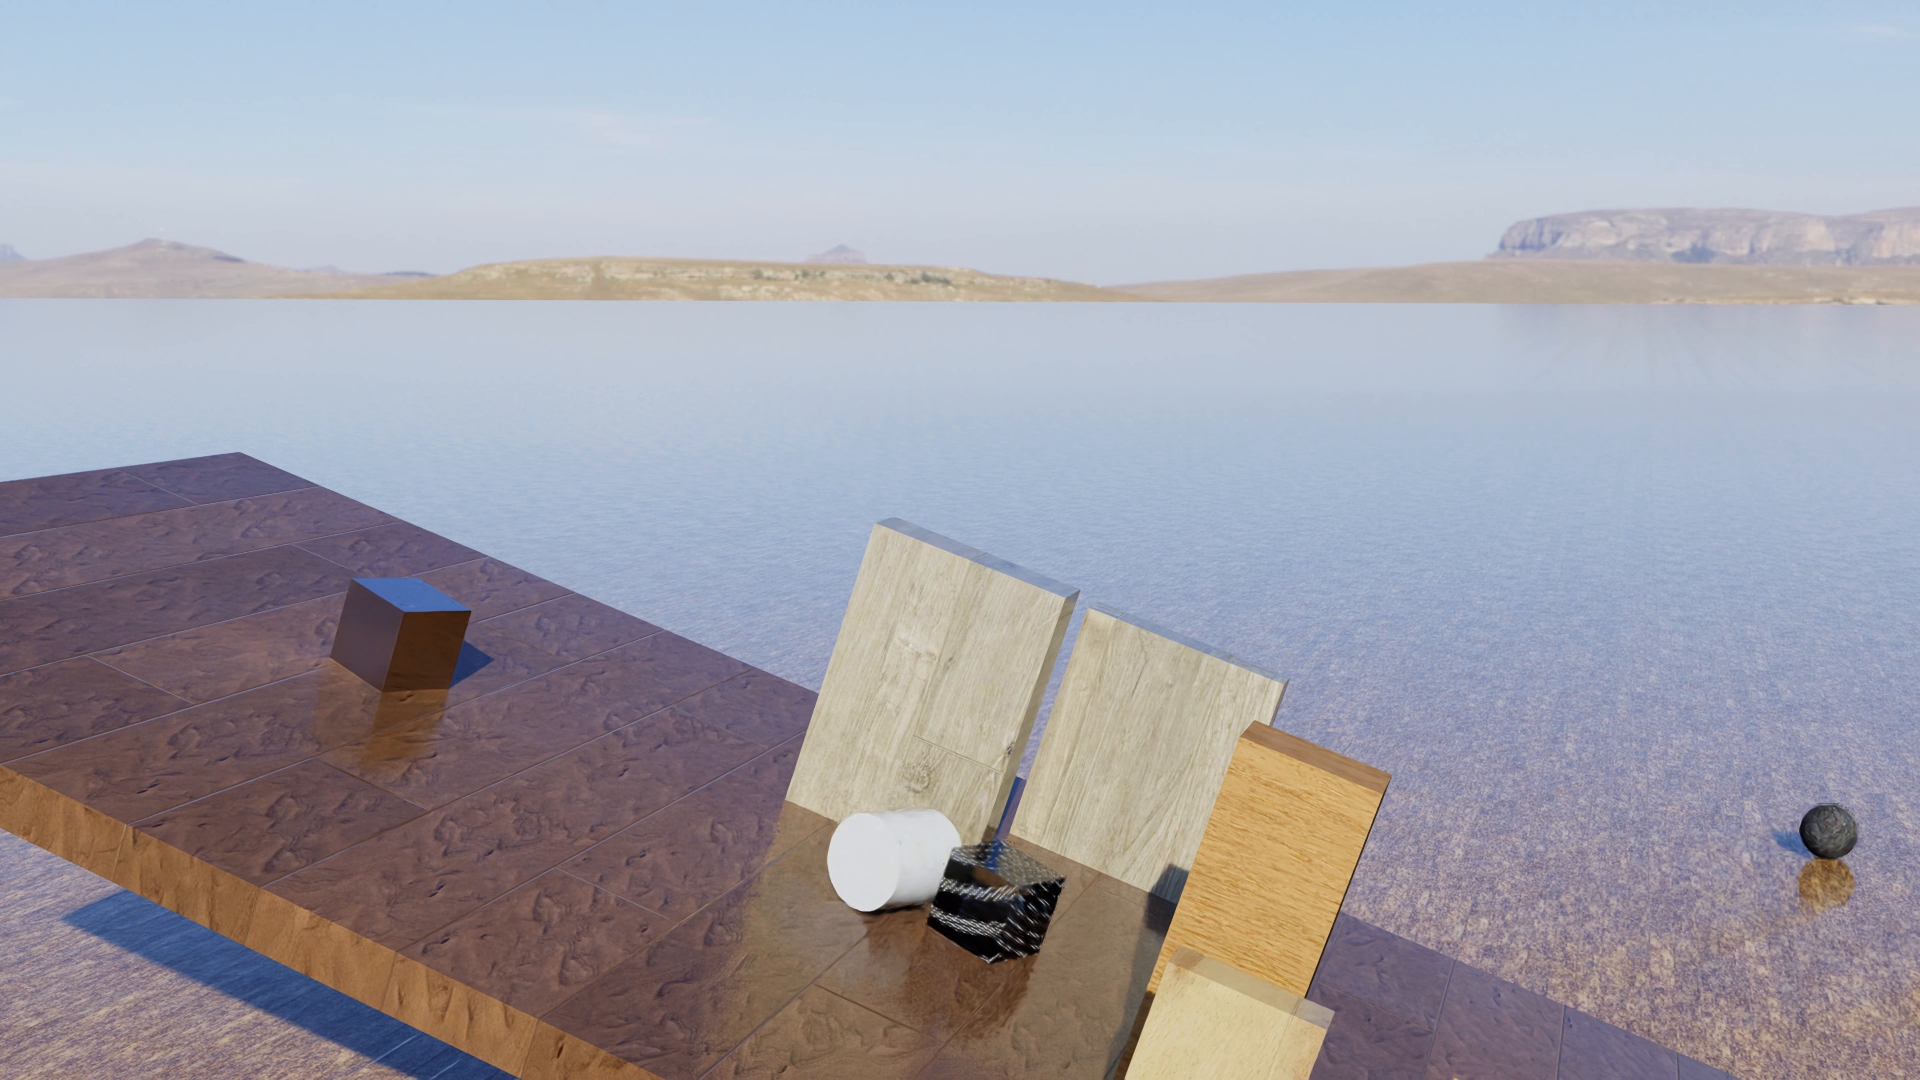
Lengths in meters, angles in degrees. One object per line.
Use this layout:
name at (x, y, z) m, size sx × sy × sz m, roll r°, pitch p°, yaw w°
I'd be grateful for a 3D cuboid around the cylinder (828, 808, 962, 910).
cylinder at (-0.120, 0.595, 4.102) m, size 0.179 × 0.179 × 0.179 m, roll 6°, pitch 1°, yaw 40°

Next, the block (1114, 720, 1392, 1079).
block at (0.476, 0.649, 3.615) m, size 0.240 × 0.648 × 0.141 m, roll 21°, pitch 12°, yaw 14°

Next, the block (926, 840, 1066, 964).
block at (0.067, 0.671, 4.089) m, size 0.158 × 0.158 × 0.158 m, roll 26°, pitch 14°, yaw 33°

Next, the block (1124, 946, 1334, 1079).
block at (0.358, 0.831, 3.214) m, size 0.243 × 0.404 × 0.084 m, roll 21°, pitch 12°, yaw 14°

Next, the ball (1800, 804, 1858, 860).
ball at (2.756, 0.926, 6.976) m, size 0.172 × 0.172 × 0.172 m, roll 0°, pitch 7°, yaw 0°

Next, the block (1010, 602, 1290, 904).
block at (0.398, 0.457, 4.656) m, size 0.438 × 0.525 × 0.091 m, roll 21°, pitch 12°, yaw 14°

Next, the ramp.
ramp at (-0.346, 0.644, 4.219) m, size 4.000 × 0.100 × 2.000 m, roll 21°, pitch 12°, yaw 14°

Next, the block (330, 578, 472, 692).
block at (-1.127, 0.189, 4.430) m, size 0.172 × 0.172 × 0.172 m, roll 26°, pitch 14°, yaw 33°

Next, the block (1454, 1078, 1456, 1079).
block at (0.890, 1.029, 3.824) m, size 0.114 × 0.114 × 0.114 m, roll 21°, pitch 12°, yaw 13°

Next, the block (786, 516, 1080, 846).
block at (-0.058, 0.313, 4.424) m, size 0.412 × 0.606 × 0.122 m, roll 21°, pitch 12°, yaw 14°
